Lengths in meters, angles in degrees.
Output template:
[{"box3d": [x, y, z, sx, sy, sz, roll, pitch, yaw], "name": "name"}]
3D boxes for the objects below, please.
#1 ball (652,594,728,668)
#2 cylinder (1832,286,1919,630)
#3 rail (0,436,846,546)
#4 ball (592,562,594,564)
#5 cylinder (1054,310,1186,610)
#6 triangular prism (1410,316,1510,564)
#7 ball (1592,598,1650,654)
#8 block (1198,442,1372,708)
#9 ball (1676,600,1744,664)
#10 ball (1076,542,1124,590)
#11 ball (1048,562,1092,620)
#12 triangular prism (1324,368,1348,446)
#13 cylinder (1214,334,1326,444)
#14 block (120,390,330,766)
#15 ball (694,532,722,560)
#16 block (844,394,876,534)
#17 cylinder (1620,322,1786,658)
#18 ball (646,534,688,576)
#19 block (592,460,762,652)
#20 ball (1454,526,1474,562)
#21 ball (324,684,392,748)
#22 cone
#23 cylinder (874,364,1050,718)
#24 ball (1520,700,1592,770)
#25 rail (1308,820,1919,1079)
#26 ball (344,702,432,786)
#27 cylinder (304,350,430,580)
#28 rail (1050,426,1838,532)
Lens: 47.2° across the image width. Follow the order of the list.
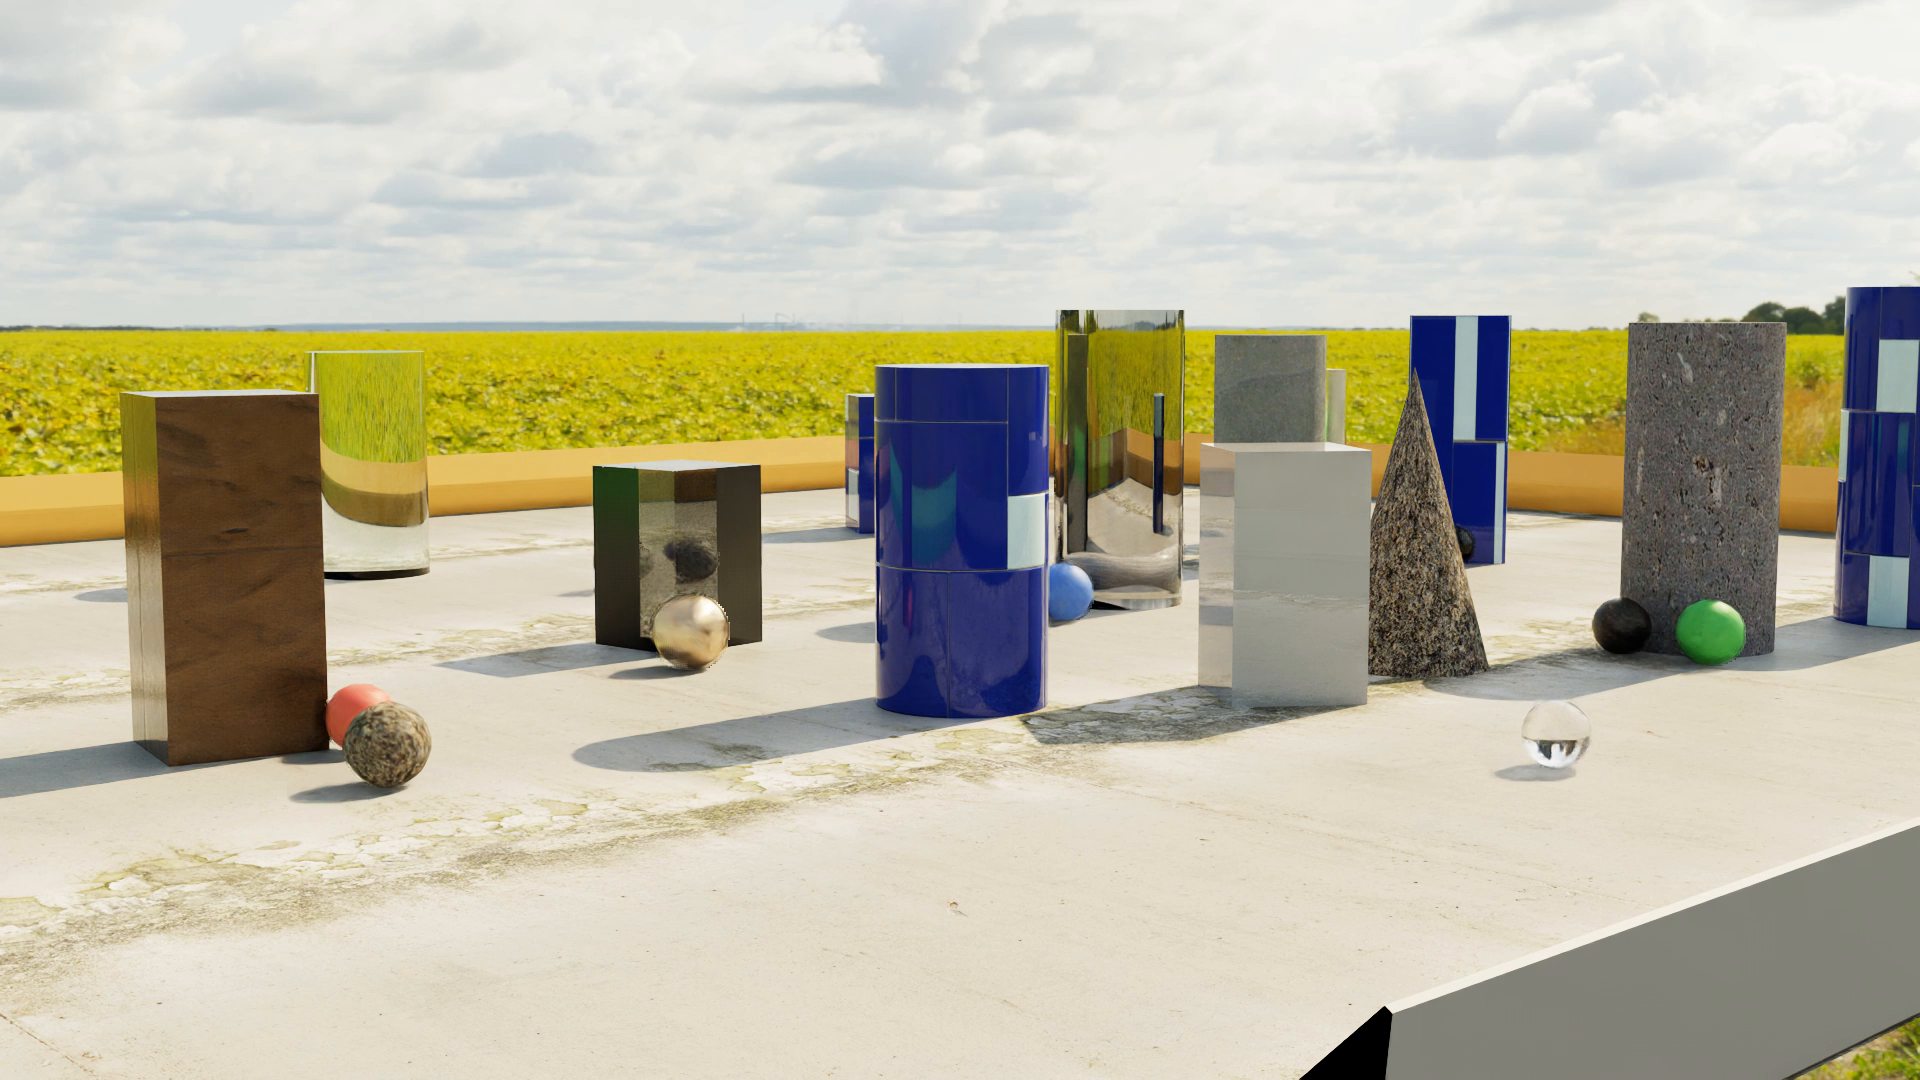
[{"box3d": [-0.336, 0.114, 2.738, 0.093, 0.093, 0.093, 0, 6, 0], "name": "ball"}, {"box3d": [1.363, -0.122, 3.143, 0.197, 0.477, 0.197, 0, 6, 0], "name": "cylinder"}, {"box3d": [-1.240, -0.106, 4.668, 4.071, 0.128, 0.045, -5, 8, -42], "name": "rail"}, {"box3d": [-0.539, 0.037, 3.496, 0.089, 0.089, 0.089, 0, 6, 0], "name": "ball"}, {"box3d": [0.242, -0.127, 3.349, 0.197, 0.445, 0.197, 0, 6, 0], "name": "cylinder"}, {"box3d": [0.898, -0.185, 3.948, 0.171, 0.436, 0.148, 2, 6, 16], "name": "triangular prism"}, {"box3d": [0.859, 0.112, 2.857, 0.073, 0.073, 0.073, 0, 6, 0], "name": "ball"}, {"box3d": [0.373, 0.036, 2.544, 0.158, 0.288, 0.158, -1, 6, -8], "name": "block"}, {"box3d": [0.944, 0.116, 2.770, 0.082, 0.082, 0.082, 0, 6, 0], "name": "ball"}, {"box3d": [0.222, 0.042, 3.503, 0.077, 0.077, 0.077, 0, 6, 0], "name": "ball"}, {"box3d": [0.149, 0.074, 3.164, 0.084, 0.084, 0.084, 0, 6, 0], "name": "ball"}, {"box3d": [0.657, -0.170, 4.307, 0.171, 0.331, 0.148, 0, 6, 0], "name": "triangular prism"}, {"box3d": [0.550, -0.164, 3.913, 0.197, 0.401, 0.197, 0, 6, 0], "name": "cylinder"}, {"box3d": [-0.750, 0.031, 2.241, 0.158, 0.361, 0.158, -4, 7, -32], "name": "block"}, {"box3d": [-0.451, 0.011, 3.939, 0.048, 0.048, 0.048, 0, 6, 0], "name": "ball"}, {"box3d": [-0.142, -0.158, 4.474, 0.158, 0.273, 0.158, -1, 6, -13], "name": "block"}, {"box3d": [0.979, -0.072, 2.905, 0.197, 0.428, 0.197, 0, 6, 0], "name": "cylinder"}, {"box3d": [-0.491, 0.026, 3.690, 0.070, 0.070, 0.070, 0, 6, 0], "name": "ball"}, {"box3d": [-0.377, 0.019, 2.944, 0.158, 0.239, 0.158, 5, 8, 39], "name": "block"}, {"box3d": [0.866, 0.009, 3.860, 0.069, 0.069, 0.069, 0, 6, 0], "name": "ball"}, {"box3d": [-0.606, 0.180, 2.222, 0.070, 0.070, 0.070, 0, 6, 0], "name": "ball"}, {"box3d": [0.565, -0.029, 2.751, 0.197, 0.375, 0.197, 0, 6, 0], "name": "cone"}, {"box3d": [0.002, -0.005, 2.484, 0.197, 0.383, 0.197, 0, 6, 0], "name": "cylinder"}, {"box3d": [0.581, 0.189, 2.141, 0.068, 0.068, 0.068, 0, 6, 0], "name": "ball"}, {"box3d": [1.240, 0.173, 1.996, 4.071, 0.128, 0.045, -5, 8, -42], "name": "rail"}, {"box3d": [-0.536, 0.192, 2.062, 0.079, 0.079, 0.079, 0, 6, 0], "name": "ball"}, {"box3d": [-1.001, -0.130, 3.716, 0.197, 0.375, 0.197, 0, 6, 0], "name": "cylinder"}, {"box3d": [1.479, -0.108, 4.689, 0.045, 0.128, 3.704, -5, 8, -42], "name": "rail"}]
